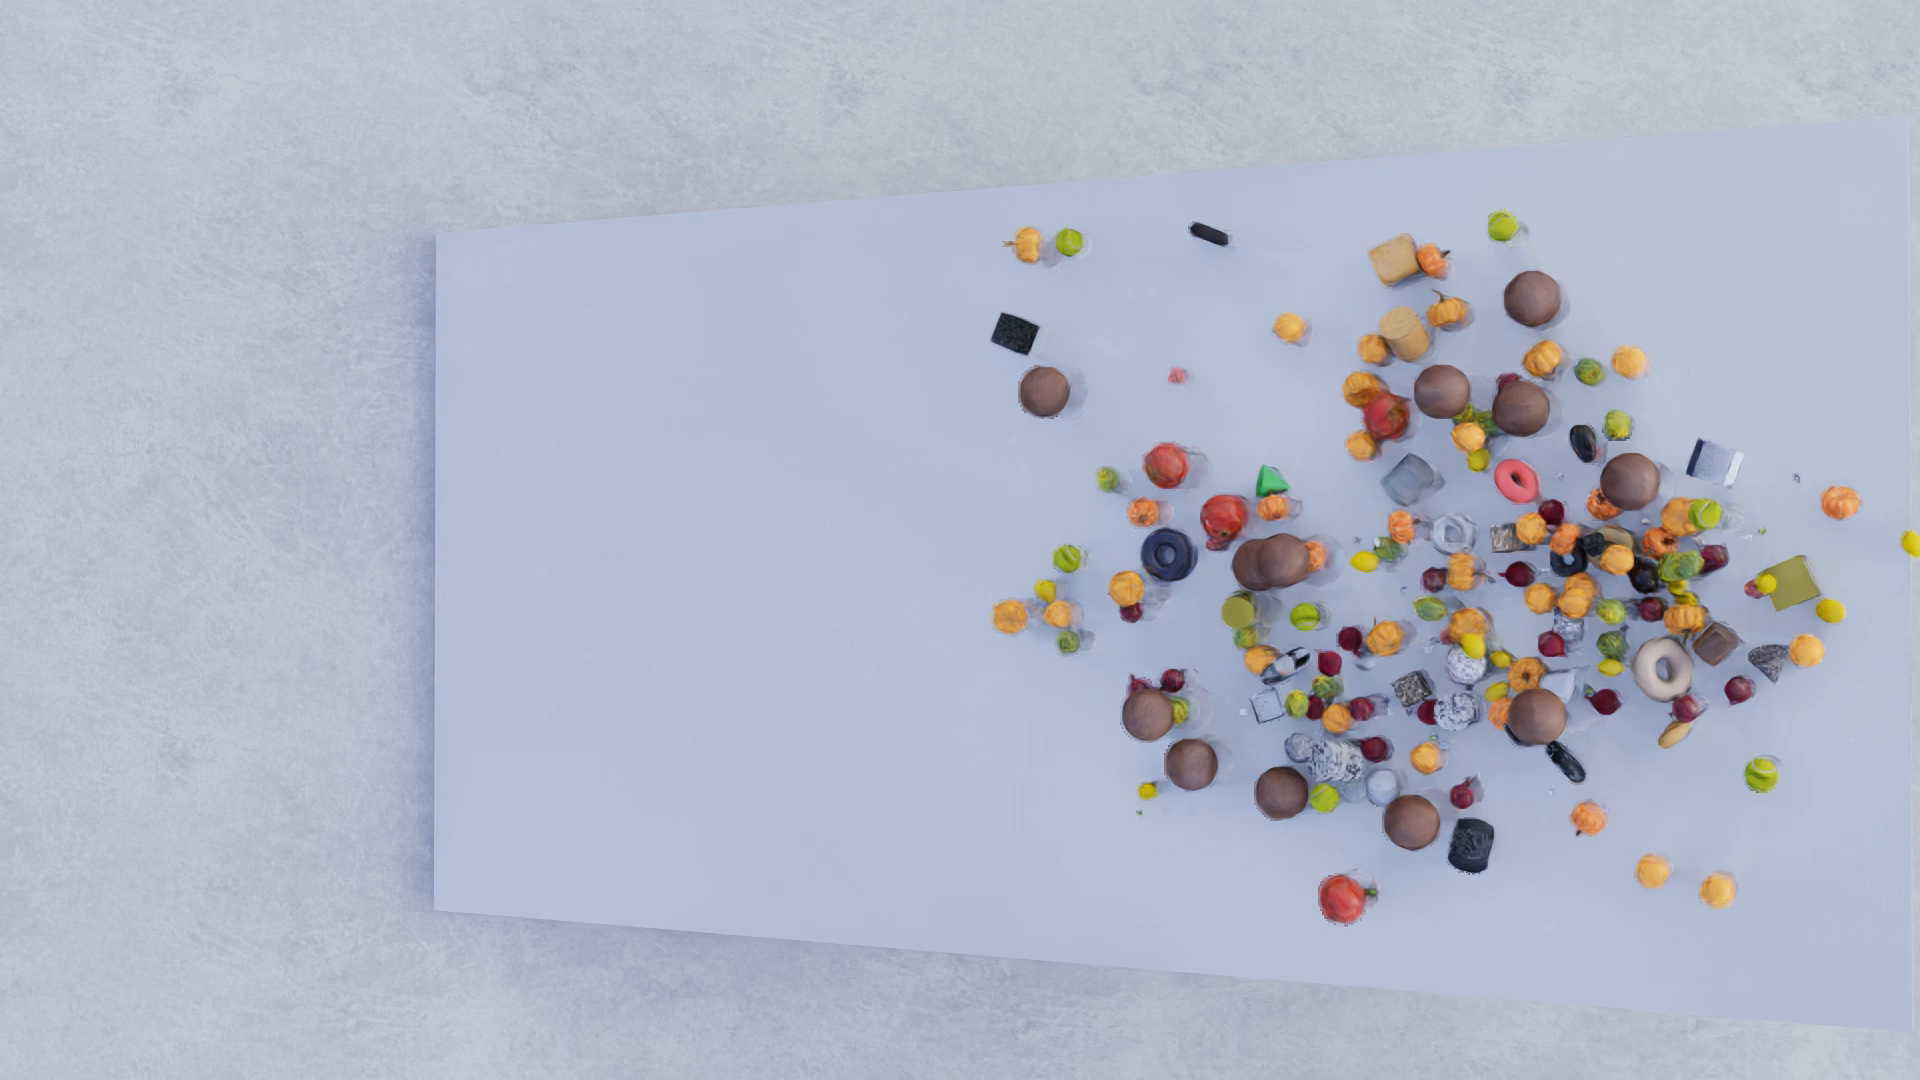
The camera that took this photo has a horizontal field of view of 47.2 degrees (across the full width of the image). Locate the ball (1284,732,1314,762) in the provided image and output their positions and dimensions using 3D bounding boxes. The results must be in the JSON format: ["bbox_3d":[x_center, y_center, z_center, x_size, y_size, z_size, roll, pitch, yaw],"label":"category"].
[{"bbox_3d":[0.810,0.496,5.253,0.071,0.071,0.071,0,89,0],"label":"ball"}]

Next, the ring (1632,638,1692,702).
[{"bbox_3d":[1.584,0.292,4.957,0.148,0.049,0.148,2,84,-17],"label":"ring"}]

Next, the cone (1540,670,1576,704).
[{"bbox_3d":[1.381,0.316,5.014,0.084,0.084,0.084,10,55,-14],"label":"cone"}]

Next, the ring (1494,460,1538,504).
[{"bbox_3d":[1.290,-0.137,5.099,0.114,0.038,0.114,12,57,-19],"label":"ring"}]

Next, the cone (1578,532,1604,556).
[{"bbox_3d":[1.417,0.003,4.975,0.057,0.057,0.057,18,89,-29],"label":"cone"}]

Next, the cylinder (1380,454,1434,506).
[{"bbox_3d":[1.061,-0.142,5.208,0.090,0.090,0.090,40,125,0],"label":"cylinder"}]

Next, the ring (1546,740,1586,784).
[{"bbox_3d":[1.385,0.508,5.032,0.039,0.116,0.116,-43,90,12],"label":"ring"}]

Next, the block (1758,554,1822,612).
[{"bbox_3d":[1.832,0.096,4.853,0.096,0.096,0.096,-27,78,22],"label":"block"}]

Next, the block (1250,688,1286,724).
[{"bbox_3d":[0.737,0.398,5.272,0.064,0.064,0.064,-20,87,12],"label":"block"}]

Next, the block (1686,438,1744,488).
[{"bbox_3d":[1.690,-0.171,4.923,0.085,0.085,0.085,22,99,32],"label":"block"}]

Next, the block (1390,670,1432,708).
[{"bbox_3d":[1.072,0.353,5.224,0.064,0.064,0.064,-32,76,21],"label":"block"}]

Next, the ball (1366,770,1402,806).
[{"bbox_3d":[1.010,0.590,5.240,0.083,0.083,0.083,0,89,0],"label":"ball"}]

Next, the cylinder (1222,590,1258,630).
[{"bbox_3d":[0.681,0.169,5.346,0.080,0.080,0.080,3,102,15],"label":"cylinder"}]

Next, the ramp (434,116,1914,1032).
[{"bbox_3d":[0.282,0.082,5.689,4.000,0.100,2.000,0,89,25],"label":"ramp"}]

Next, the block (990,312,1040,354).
[{"bbox_3d":[0.141,-0.531,5.663,0.079,0.079,0.079,26,100,23],"label":"block"}]

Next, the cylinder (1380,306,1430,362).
[{"bbox_3d":[1.054,-0.488,5.208,0.092,0.092,0.092,-18,51,24],"label":"cylinder"}]

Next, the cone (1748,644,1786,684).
[{"bbox_3d":[1.806,0.287,4.896,0.082,0.082,0.082,-23,108,0],"label":"cone"}]

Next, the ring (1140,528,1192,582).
[{"bbox_3d":[0.517,0.037,5.500,0.136,0.045,0.136,0,90,24],"label":"ring"}]

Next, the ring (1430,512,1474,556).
[{"bbox_3d":[1.165,-0.013,5.201,0.106,0.035,0.106,0,89,25],"label":"ring"}]

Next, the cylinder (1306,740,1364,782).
[{"bbox_3d":[0.898,0.530,5.267,0.095,0.095,0.095,6,89,-32],"label":"cylinder"}]

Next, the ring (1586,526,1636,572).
[{"bbox_3d":[1.486,0.020,5.023,0.116,0.039,0.116,11,118,22],"label":"ring"}]

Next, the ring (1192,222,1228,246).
[{"bbox_3d":[0.616,-0.754,5.422,0.100,0.100,0.033,22,101,0],"label":"ring"}]

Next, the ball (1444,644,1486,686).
[{"bbox_3d":[1.184,0.293,5.155,0.096,0.096,0.096,0,89,0],"label":"ball"}]

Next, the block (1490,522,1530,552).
[{"bbox_3d":[1.279,-0.006,5.117,0.061,0.061,0.061,2,83,-33],"label":"block"}]

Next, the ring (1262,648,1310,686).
[{"bbox_3d":[0.788,0.306,5.316,0.134,0.134,0.045,-32,77,0],"label":"ring"}]

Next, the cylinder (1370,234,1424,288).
[{"bbox_3d":[1.038,-0.665,5.234,0.095,0.095,0.095,-24,89,22],"label":"cylinder"}]

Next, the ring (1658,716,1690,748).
[{"bbox_3d":[1.610,0.434,4.957,0.030,0.089,0.089,42,90,8],"label":"ring"}]

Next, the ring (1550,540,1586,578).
[{"bbox_3d":[1.406,0.044,5.088,0.086,0.029,0.086,2,94,33],"label":"ring"}]

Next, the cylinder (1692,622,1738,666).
[{"bbox_3d":[1.684,0.232,4.904,0.071,0.071,0.071,40,117,0],"label":"cylinder"}]

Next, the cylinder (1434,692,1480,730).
[{"bbox_3d":[1.164,0.402,5.156,0.083,0.083,0.083,1,91,31],"label":"cylinder"}]

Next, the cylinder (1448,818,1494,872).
[{"bbox_3d":[1.192,0.712,5.128,0.091,0.091,0.091,22,57,0],"label":"cylinder"}]
